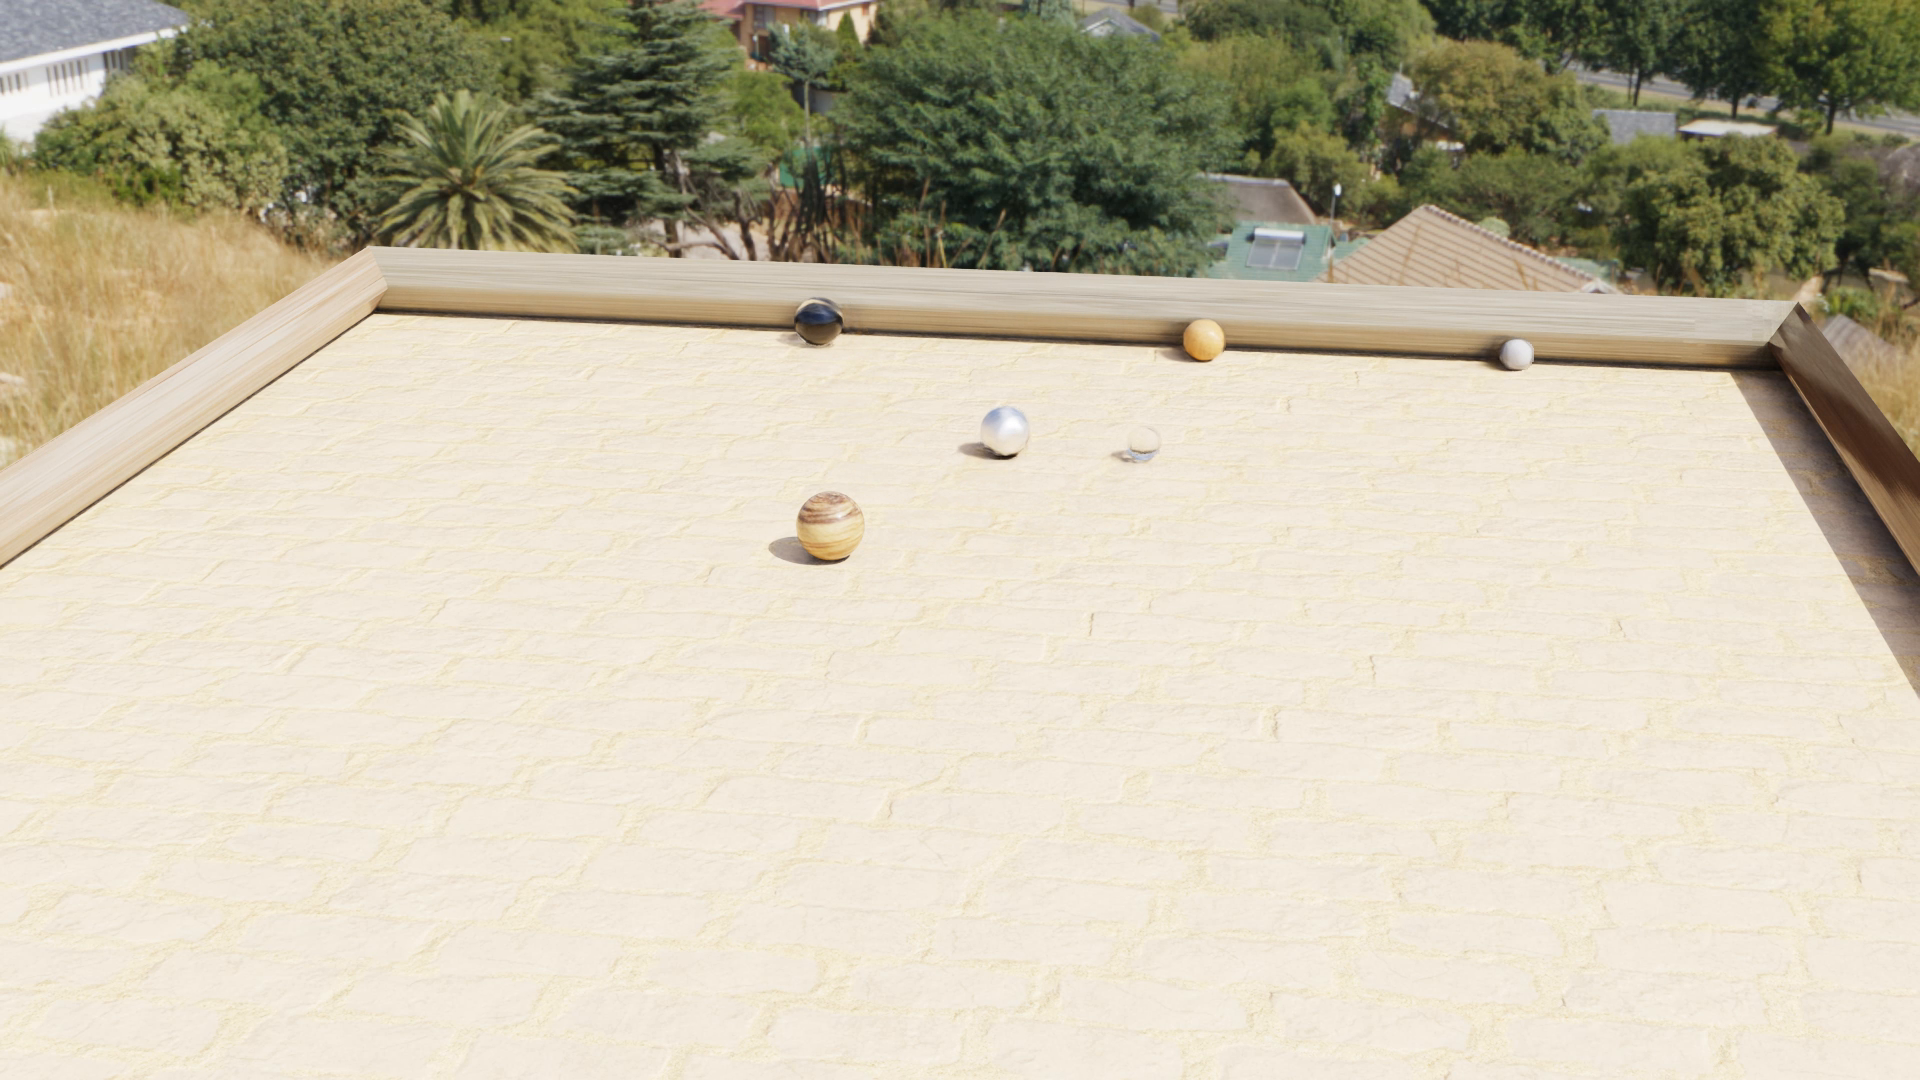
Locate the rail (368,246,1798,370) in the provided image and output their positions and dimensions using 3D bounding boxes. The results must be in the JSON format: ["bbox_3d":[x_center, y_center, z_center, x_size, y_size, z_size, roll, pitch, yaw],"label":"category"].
[{"bbox_3d":[0.134,-0.346,3.312,2.166,0.103,0.045,3,22,8],"label":"rail"}]

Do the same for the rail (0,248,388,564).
[{"bbox_3d":[-1.185,0.256,1.797,0.045,0.103,3.665,3,22,8],"label":"rail"}]

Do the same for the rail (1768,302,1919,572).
[{"bbox_3d":[0.910,0.373,1.502,0.045,0.103,3.665,3,22,8],"label":"rail"}]

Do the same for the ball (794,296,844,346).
[{"bbox_3d":[-0.212,-0.330,3.313,0.073,0.073,0.073,0,22,0],"label":"ball"}]

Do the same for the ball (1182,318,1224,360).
[{"bbox_3d":[0.359,-0.295,3.241,0.062,0.062,0.062,0,22,0],"label":"ball"}]

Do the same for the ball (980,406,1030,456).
[{"bbox_3d":[0.058,-0.140,2.847,0.065,0.065,0.065,0,22,0],"label":"ball"}]

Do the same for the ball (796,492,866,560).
[{"bbox_3d":[-0.148,-0.016,2.516,0.080,0.080,0.080,0,22,0],"label":"ball"}]

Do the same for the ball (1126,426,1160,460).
[{"bbox_3d":[0.237,-0.124,2.836,0.044,0.044,0.044,0,22,0],"label":"ball"}]

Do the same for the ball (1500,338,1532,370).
[{"bbox_3d":[0.809,-0.270,3.200,0.045,0.045,0.045,0,22,0],"label":"ball"}]
